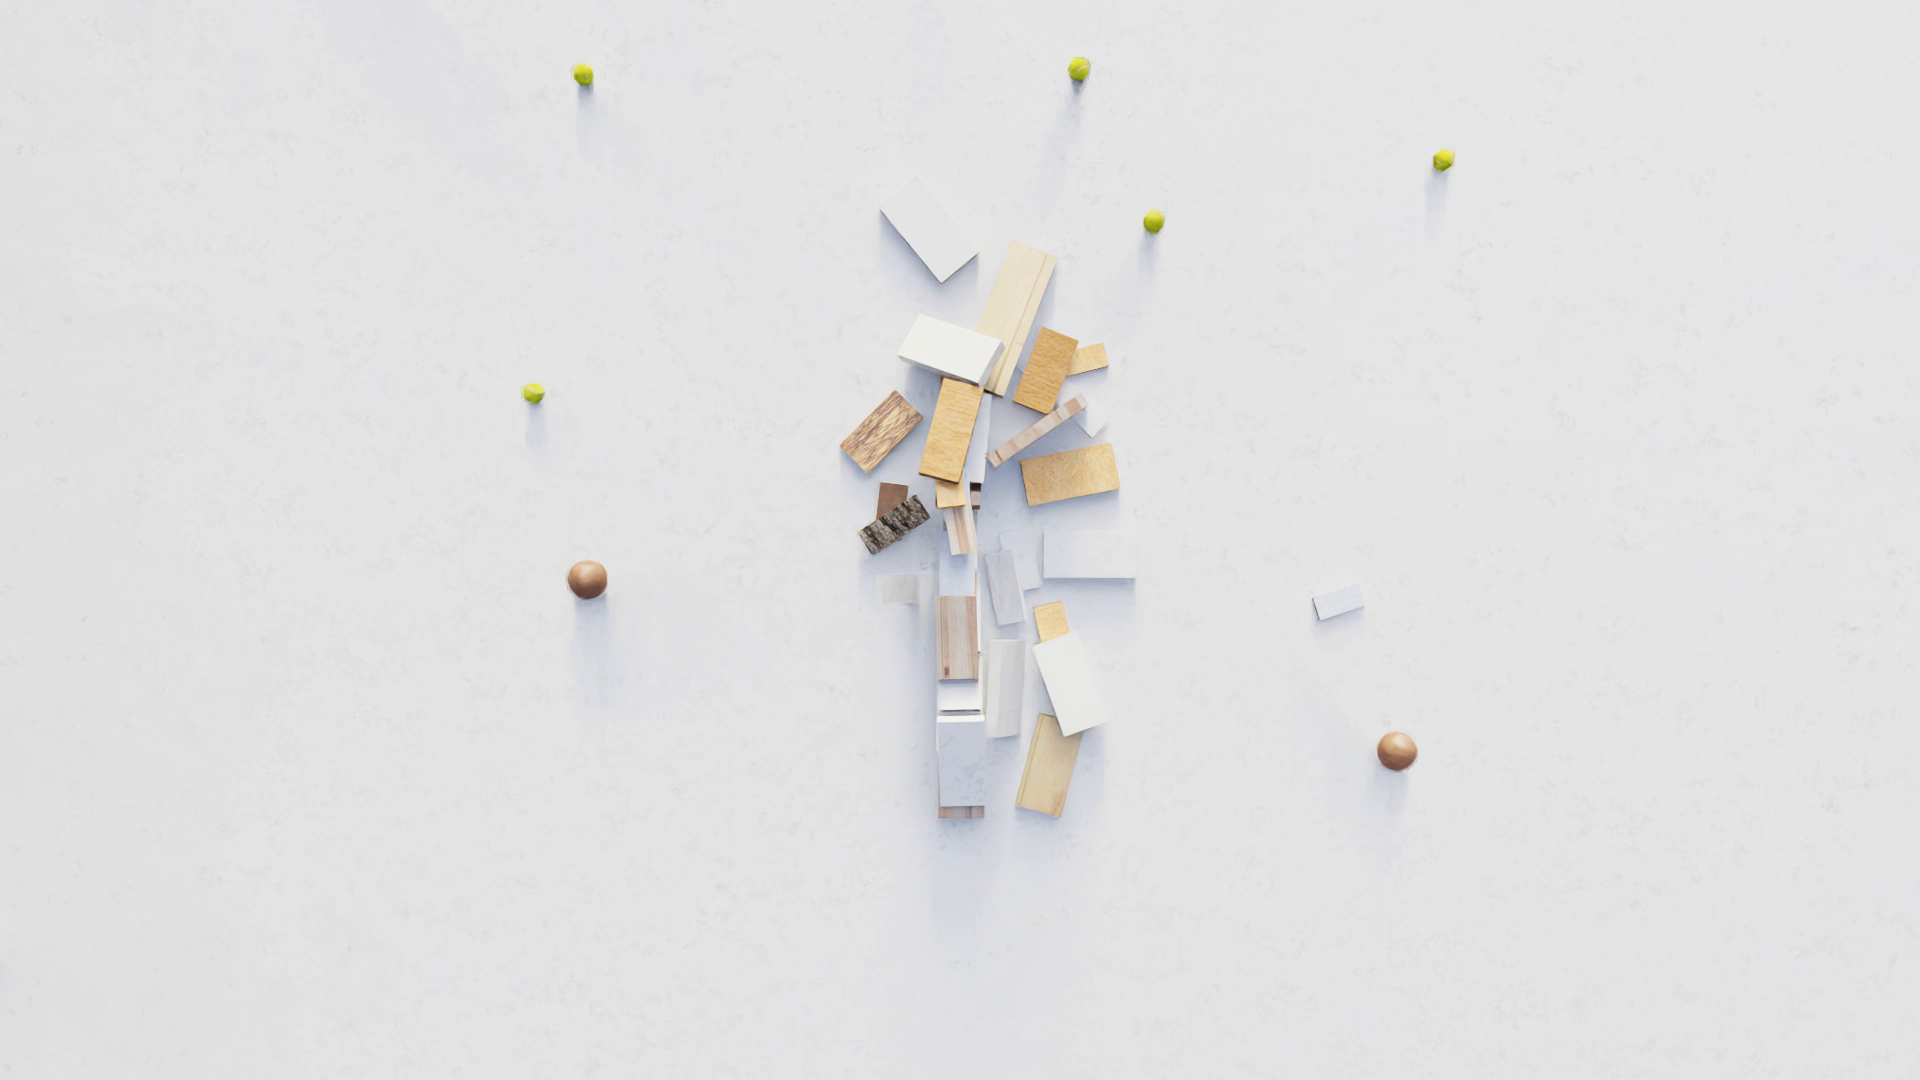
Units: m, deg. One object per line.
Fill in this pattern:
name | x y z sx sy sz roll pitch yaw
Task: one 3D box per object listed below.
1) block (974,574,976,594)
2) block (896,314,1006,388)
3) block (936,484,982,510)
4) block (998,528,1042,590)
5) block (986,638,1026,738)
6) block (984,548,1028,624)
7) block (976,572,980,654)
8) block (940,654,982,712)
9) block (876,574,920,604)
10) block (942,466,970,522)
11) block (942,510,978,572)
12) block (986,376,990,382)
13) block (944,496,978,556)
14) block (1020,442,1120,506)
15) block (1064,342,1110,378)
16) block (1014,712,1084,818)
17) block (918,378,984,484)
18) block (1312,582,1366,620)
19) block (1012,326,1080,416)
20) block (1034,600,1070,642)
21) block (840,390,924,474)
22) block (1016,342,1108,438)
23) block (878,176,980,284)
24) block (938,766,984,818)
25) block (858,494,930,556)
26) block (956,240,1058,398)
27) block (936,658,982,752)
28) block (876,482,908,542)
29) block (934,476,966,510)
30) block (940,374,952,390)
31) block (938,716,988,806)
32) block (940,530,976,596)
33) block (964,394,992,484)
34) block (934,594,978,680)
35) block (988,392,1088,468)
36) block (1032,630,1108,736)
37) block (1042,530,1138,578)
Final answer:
block | -0.003 0.153 5.431 0.115 0.033 0.230 0 72 0
block | -0.031 -0.617 5.385 0.325 0.046 0.162 22 75 28
block | -0.001 -0.247 5.431 0.146 0.041 0.292 3 70 0
block | 0.200 0.067 5.486 0.099 0.028 0.199 -14 90 0
block | 0.150 0.485 5.422 0.044 0.157 0.313 3 90 32
block | 0.153 0.155 5.464 0.099 0.028 0.240 -11 91 24
block | 0.000 0.239 5.443 0.135 0.038 0.269 0 73 0
block | -0.001 0.428 5.427 0.135 0.038 0.269 -1 73 0
block | -0.204 0.160 5.419 0.026 0.186 0.093 0 90 39
block | -0.013 -0.147 5.310 0.088 0.025 0.176 -1 88 0
block | 0.001 -0.007 5.449 0.115 0.033 0.230 0 72 0
block | 0.025 -0.490 5.360 0.078 0.022 0.157 31 79 5
block | 0.002 -0.045 5.282 0.088 0.025 0.176 -9 88 0
block | 0.365 -0.217 5.478 0.310 0.044 0.155 -11 90 0
block | 0.408 -0.599 5.489 0.159 0.023 0.080 -14 90 0
block | 0.299 0.746 5.478 0.157 0.044 0.313 15 90 0
block | -0.028 -0.348 5.275 0.132 0.037 0.321 14 78 2
block | 1.260 0.204 5.489 0.159 0.023 0.080 -18 90 0
block | 0.283 -0.559 5.459 0.132 0.037 0.264 22 90 0
block | 0.314 0.310 5.486 0.099 0.028 0.199 -13 90 0
block | -0.261 -0.360 5.481 0.132 0.037 0.264 45 90 0
block | 0.287 -0.536 5.489 0.492 0.023 0.080 43 90 0
block | -0.103 -1.028 5.477 0.162 0.046 0.325 -39 90 0
block | 0.004 0.769 5.478 0.153 0.043 0.305 0 90 0
block | -0.218 -0.050 5.460 0.232 0.026 0.093 -33 90 0
block | 0.156 -0.729 5.443 0.162 0.046 0.504 21 82 0
block | -0.001 0.545 5.449 0.153 0.043 0.305 0 79 0
block | -0.229 -0.094 5.487 0.093 0.026 0.186 7 90 0
block | -0.036 -0.189 5.275 0.088 0.025 0.175 -6 75 -1
block | 0.008 -0.479 5.450 0.146 0.041 0.292 2 78 0
block | 0.008 0.722 5.386 0.153 0.043 0.305 -2 109 1
block | -0.008 0.086 5.382 0.115 0.033 0.230 1 90 0
block | 0.018 -0.335 5.379 0.146 0.041 0.292 6 85 0
block | -0.010 0.315 5.361 0.135 0.038 0.269 -2 97 0
block | 0.257 -0.358 5.408 0.365 0.155 0.044 -34 89 5
block | 0.363 0.473 5.440 0.157 0.044 0.313 -20 87 -2
block | 0.432 0.047 5.478 0.310 0.044 0.155 0 90 0
